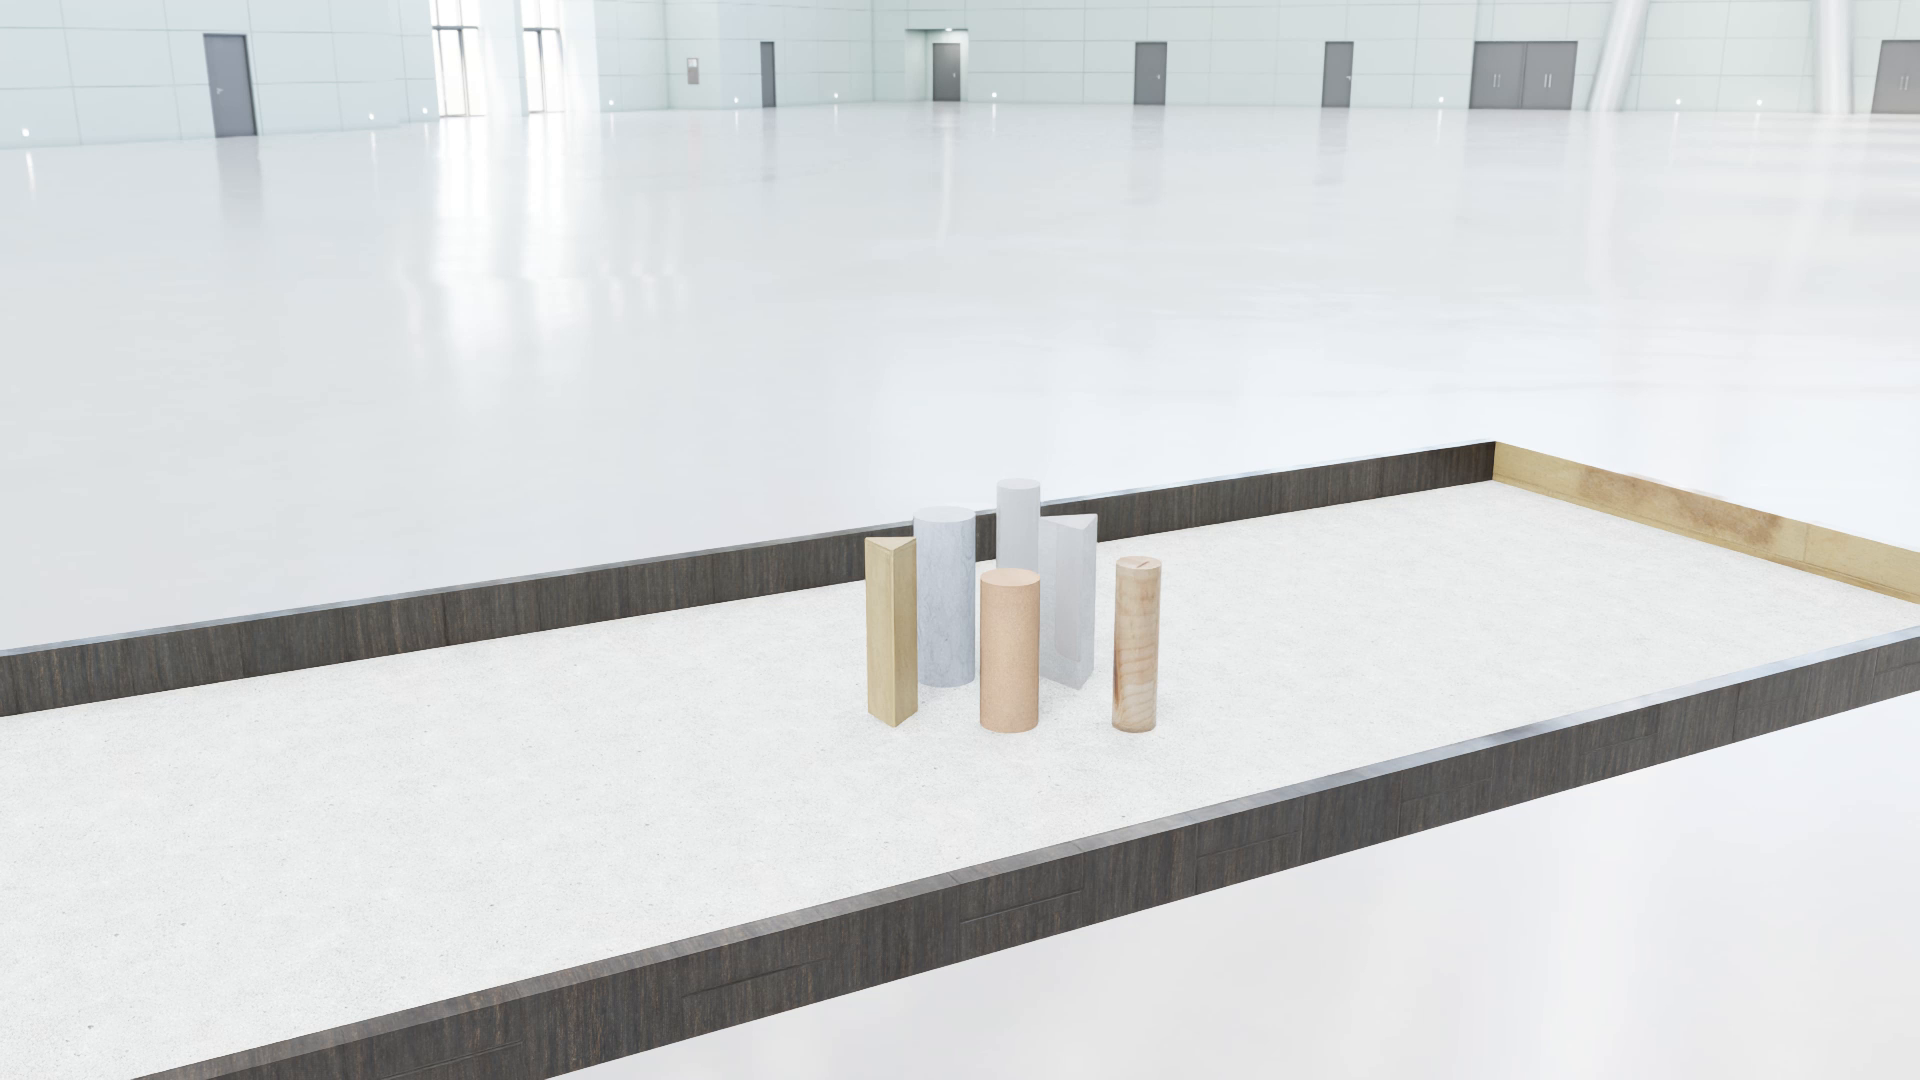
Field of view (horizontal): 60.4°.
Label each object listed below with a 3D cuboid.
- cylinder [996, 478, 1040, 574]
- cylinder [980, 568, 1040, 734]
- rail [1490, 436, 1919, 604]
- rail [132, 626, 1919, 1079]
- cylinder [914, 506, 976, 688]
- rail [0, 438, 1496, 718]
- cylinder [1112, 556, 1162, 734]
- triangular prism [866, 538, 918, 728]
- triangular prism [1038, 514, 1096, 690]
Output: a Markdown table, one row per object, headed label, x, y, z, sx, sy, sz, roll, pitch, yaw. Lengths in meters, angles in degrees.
| label | x | y | z | sx | sy | sz | roll | pitch | yaw |
| --- | --- | --- | --- | --- | --- | --- | --- | --- | --- |
| cylinder | 0.153 | 0.061 | 4.373 | 0.116 | 0.436 | 0.116 | 0 | 16 | 0 |
| cylinder | 0.116 | 0.257 | 3.843 | 0.138 | 0.359 | 0.138 | 0 | 16 | 0 |
| rail | 2.466 | -0.048 | 5.253 | 0.050 | 0.150 | 2.100 | -9 | 18 | -27 |
| rail | -2.336 | 1.006 | 1.665 | 12.000 | 0.150 | 0.050 | -9 | 18 | -27 |
| cylinder | -0.039 | 0.141 | 4.117 | 0.154 | 0.428 | 0.154 | 0 | 16 | 0 |
| rail | -3.305 | 0.497 | 3.399 | 12.000 | 0.150 | 0.050 | -9 | 18 | -27 |
| cylinder | 0.409 | 0.243 | 3.823 | 0.105 | 0.398 | 0.105 | 0 | 16 | 0 |
| triangular prism | -0.145 | 0.209 | 3.873 | 0.102 | 0.434 | 0.117 | -11 | 19 | -32 |
| triangular prism | 0.292 | 0.146 | 4.126 | 0.128 | 0.413 | 0.148 | -14 | 22 | -40 |
